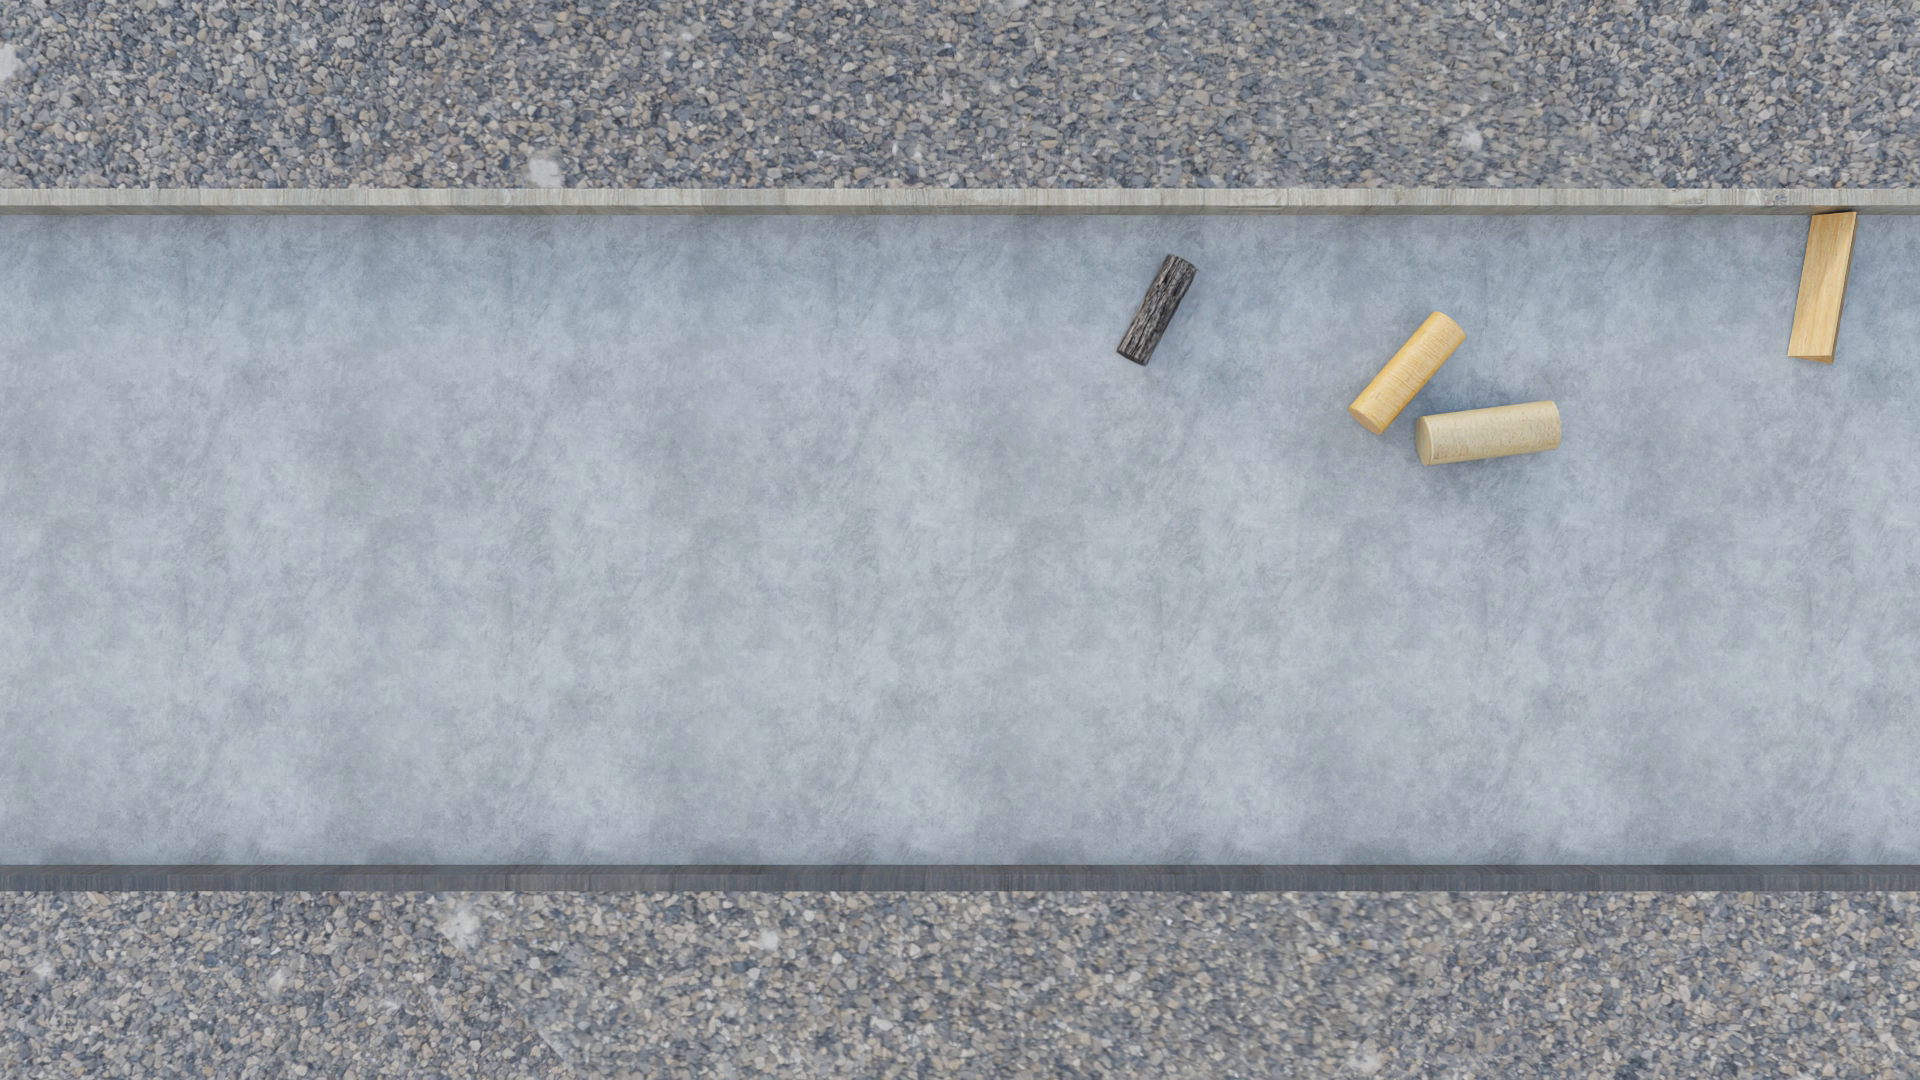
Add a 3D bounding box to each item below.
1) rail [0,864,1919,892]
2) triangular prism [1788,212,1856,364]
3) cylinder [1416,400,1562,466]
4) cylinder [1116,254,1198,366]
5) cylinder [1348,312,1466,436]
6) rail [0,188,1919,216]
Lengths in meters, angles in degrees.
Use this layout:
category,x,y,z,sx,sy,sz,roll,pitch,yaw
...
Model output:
category,x,y,z,sx,sy,sz,roll,pitch,yaw
rail,-2.247,1.025,5.001,12.000,0.150,0.050,0,90,0
triangular prism,2.651,-0.770,5.013,0.139,0.120,0.438,10,90,0
cylinder,1.598,-0.324,5.000,0.394,0.153,0.153,-7,90,0
cylinder,0.601,-0.699,5.025,0.103,0.103,0.331,28,90,0
cylinder,1.358,-0.507,5.013,0.128,0.128,0.389,41,90,0
rail,-2.247,-1.025,5.002,12.000,0.150,0.050,0,90,0
